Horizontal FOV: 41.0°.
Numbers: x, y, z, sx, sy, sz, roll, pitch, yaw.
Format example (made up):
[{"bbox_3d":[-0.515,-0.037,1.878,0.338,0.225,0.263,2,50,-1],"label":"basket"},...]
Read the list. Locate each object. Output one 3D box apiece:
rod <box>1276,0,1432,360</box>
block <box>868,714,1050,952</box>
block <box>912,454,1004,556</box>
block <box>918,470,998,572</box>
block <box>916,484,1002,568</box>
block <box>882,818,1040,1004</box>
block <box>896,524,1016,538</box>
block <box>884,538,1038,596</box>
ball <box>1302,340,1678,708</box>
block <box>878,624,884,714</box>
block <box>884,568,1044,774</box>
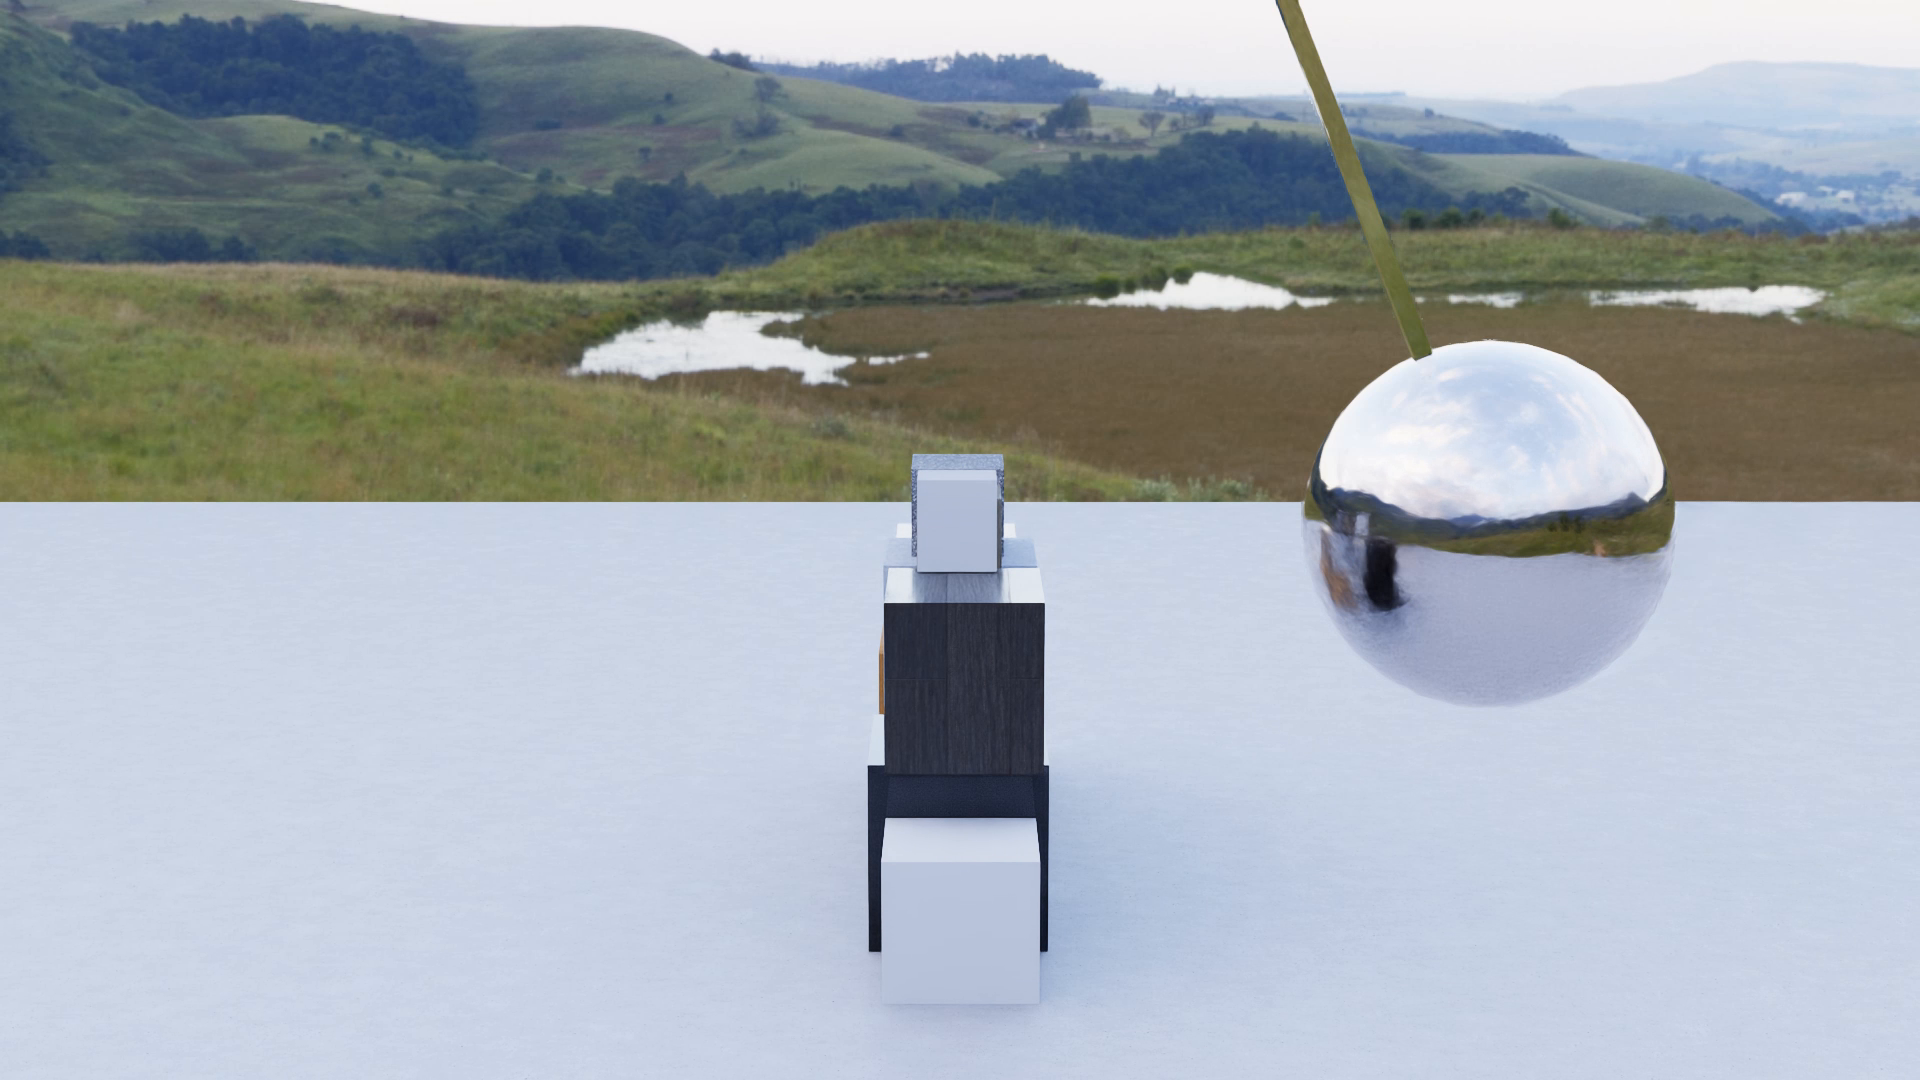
[{"bbox_3d":[0.994,-3.157,10.606,0.080,5.200,0.080,-22,10,4],"label":"rod"},{"bbox_3d":[-0.007,1.210,10.728,0.727,0.781,0.820,0,10,0],"label":"block"},{"bbox_3d":[-0.010,-0.159,11.533,0.409,0.393,0.426,0,11,0],"label":"block"},{"bbox_3d":[-0.012,-0.083,10.759,0.328,0.381,0.380,0,8,0],"label":"block"},{"bbox_3d":[-0.003,-0.051,11.149,0.362,0.325,0.368,0,11,0],"label":"block"},{"bbox_3d":[0.003,1.444,10.047,0.602,0.564,0.583,0,10,0],"label":"block"},{"bbox_3d":[-0.019,0.266,12.158,0.562,0.587,0.576,0,12,0],"label":"block"},{"bbox_3d":[0.001,0.362,11.544,0.671,0.635,0.655,0,11,0],"label":"block"},{"bbox_3d":[2.295,-0.067,11.168,1.600,1.600,1.600,0,10,0],"label":"ball"},{"bbox_3d":[-0.001,0.861,12.675,0.775,0.771,0.698,0,10,0],"label":"block"},{"bbox_3d":[0.017,0.521,10.406,0.627,0.691,0.711,0,10,0],"label":"block"}]
